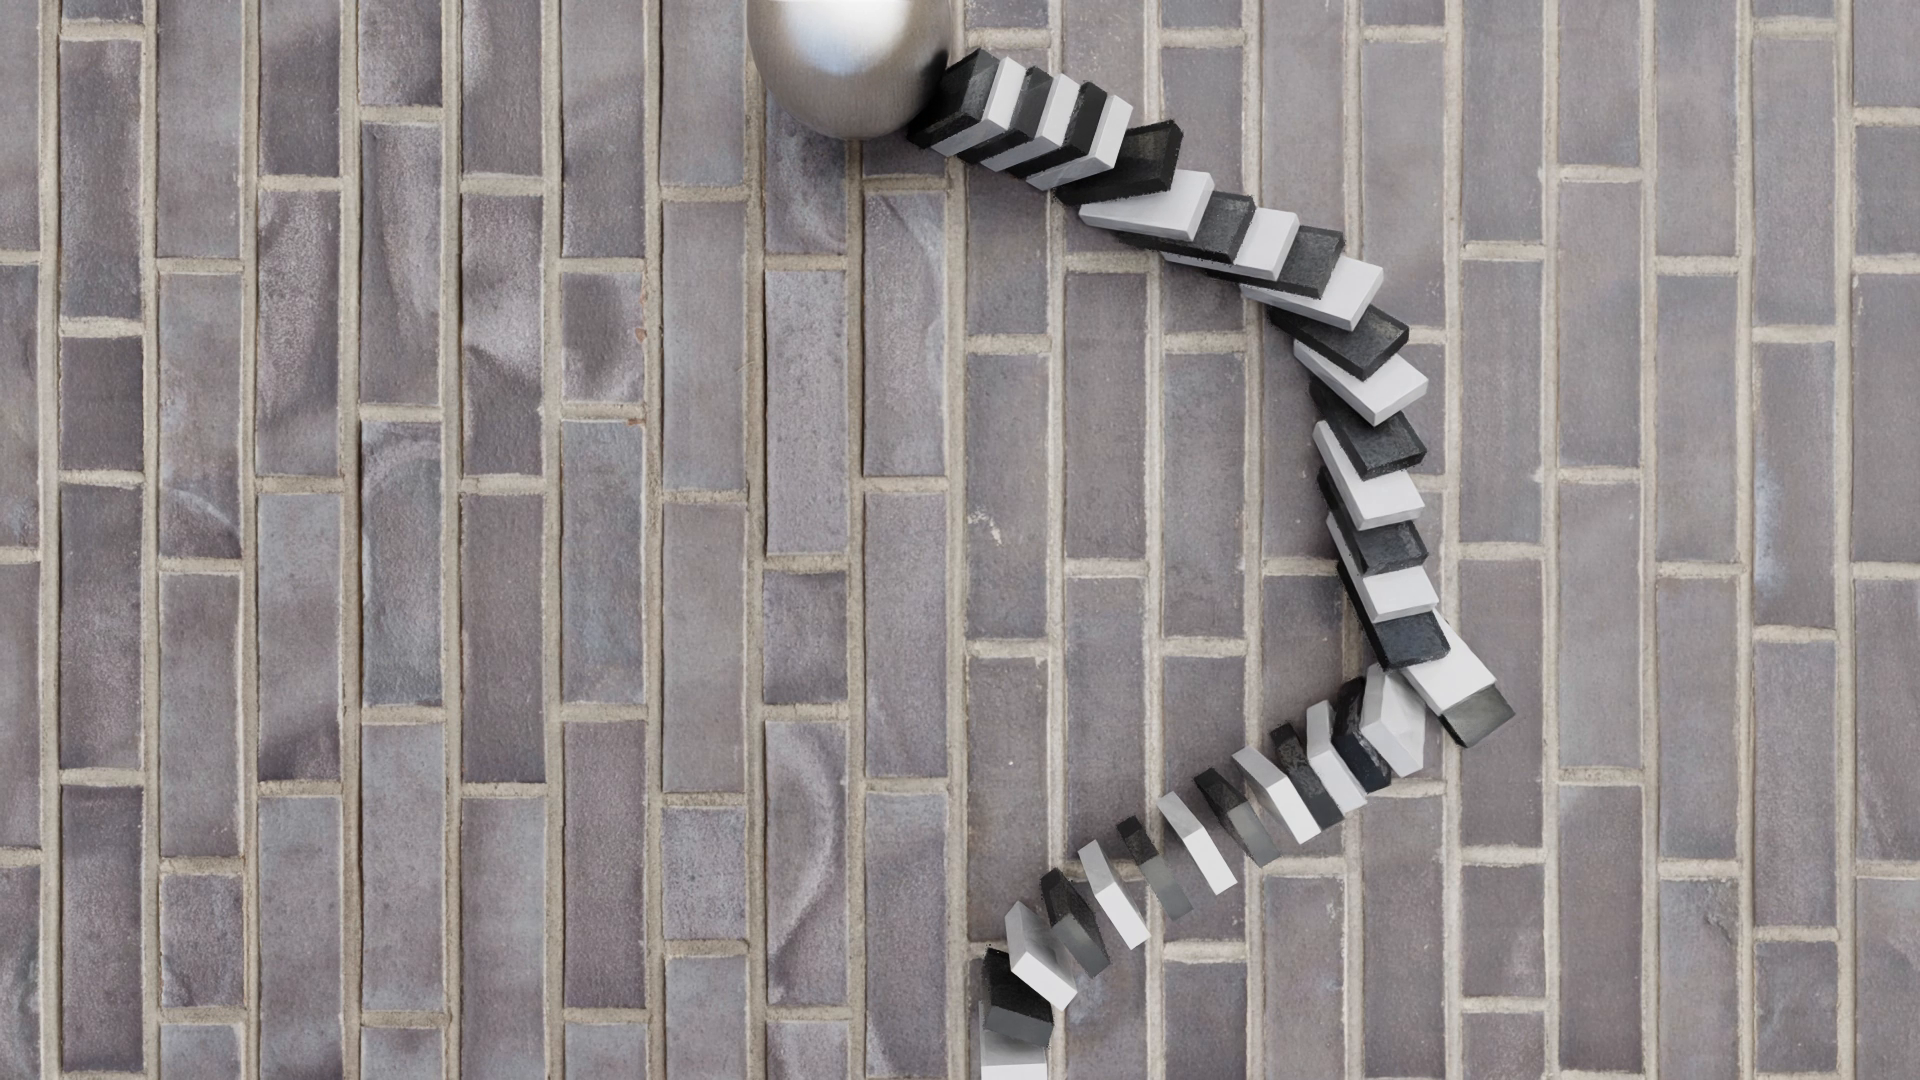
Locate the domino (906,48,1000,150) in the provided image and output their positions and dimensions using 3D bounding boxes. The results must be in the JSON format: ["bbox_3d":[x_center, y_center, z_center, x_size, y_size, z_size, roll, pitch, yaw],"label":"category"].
[{"bbox_3d":[-0.004,-0.180,0.376,0.010,0.050,0.025,18,90,-30],"label":"domino"}]

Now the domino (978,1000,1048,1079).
[{"bbox_3d":[0.021,0.205,0.375,0.025,0.050,0.010,-2,90,0],"label":"domino"}]

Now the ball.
[{"bbox_3d":[-0.043,-0.200,0.360,0.080,0.080,0.080,0,90,0],"label":"ball"}]

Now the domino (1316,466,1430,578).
[{"bbox_3d":[0.172,-0.011,0.383,0.025,0.009,0.050,-12,60,0],"label":"domino"}]

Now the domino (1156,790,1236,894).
[{"bbox_3d":[0.095,0.123,0.375,0.010,0.050,0.025,-31,90,0],"label":"domino"}]

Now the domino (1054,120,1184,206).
[{"bbox_3d":[0.065,-0.155,0.379,0.050,0.009,0.025,8,81,41],"label":"domino"}]

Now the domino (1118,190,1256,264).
[{"bbox_3d":[0.094,-0.133,0.383,0.050,0.009,0.025,23,90,31],"label":"domino"}]

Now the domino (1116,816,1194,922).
[{"bbox_3d":[0.079,0.133,0.375,0.009,0.050,0.025,-32,90,0],"label":"domino"}]

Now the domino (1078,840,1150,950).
[{"bbox_3d":[0.062,0.144,0.375,0.010,0.050,0.025,-34,90,0],"label":"domino"}]

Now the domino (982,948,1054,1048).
[{"bbox_3d":[0.023,0.186,0.375,0.025,0.050,0.009,17,90,0],"label":"domino"}]

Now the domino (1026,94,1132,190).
[{"bbox_3d":[0.048,-0.162,0.376,0.009,0.050,0.025,18,90,-30],"label":"domino"}]

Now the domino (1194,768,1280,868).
[{"bbox_3d":[0.112,0.112,0.375,0.009,0.050,0.025,-31,90,0],"label":"domino"}]

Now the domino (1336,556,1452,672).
[{"bbox_3d":[0.180,0.028,0.383,0.025,0.010,0.050,-13,60,1],"label":"domino"}]

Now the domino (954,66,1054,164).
[{"bbox_3d":[0.017,-0.173,0.376,0.009,0.050,0.025,18,90,-30],"label":"domino"}]

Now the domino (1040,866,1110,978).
[{"bbox_3d":[0.046,0.155,0.375,0.010,0.050,0.025,-38,90,0],"label":"domino"}]

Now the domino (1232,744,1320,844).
[{"bbox_3d":[0.128,0.103,0.375,0.010,0.050,0.025,-31,90,2],"label":"domino"}]

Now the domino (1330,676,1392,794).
[{"bbox_3d":[0.166,0.079,0.377,0.009,0.050,0.025,-36,90,33],"label":"domino"}]

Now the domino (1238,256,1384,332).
[{"bbox_3d":[0.146,-0.108,0.383,0.050,0.010,0.025,31,89,32],"label":"domino"}]

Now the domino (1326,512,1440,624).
[{"bbox_3d":[0.176,0.008,0.384,0.025,0.010,0.050,-12,60,0],"label":"domino"}]

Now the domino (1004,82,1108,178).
[{"bbox_3d":[0.038,-0.167,0.376,0.010,0.050,0.025,18,90,-30],"label":"domino"}]

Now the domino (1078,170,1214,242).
[{"bbox_3d":[0.077,-0.142,0.383,0.050,0.010,0.025,22,90,31],"label":"domino"}]

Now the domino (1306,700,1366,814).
[{"bbox_3d":[0.154,0.087,0.375,0.010,0.050,0.025,-34,90,24],"label":"domino"}]

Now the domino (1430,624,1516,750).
[{"bbox_3d":[0.212,0.062,0.395,0.025,0.010,0.050,-37,90,0],"label":"domino"}]

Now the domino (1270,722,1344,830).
[{"bbox_3d":[0.141,0.095,0.375,0.010,0.050,0.025,-34,90,14],"label":"domino"}]

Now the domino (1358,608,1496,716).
[{"bbox_3d":[0.194,0.045,0.383,0.025,0.009,0.050,-30,60,0],"label":"domino"}]

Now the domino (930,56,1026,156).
[{"bbox_3d":[0.007,-0.176,0.376,0.010,0.050,0.025,18,90,-30],"label":"domino"}]

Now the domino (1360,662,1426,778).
[{"bbox_3d":[0.179,0.072,0.377,0.025,0.050,0.009,49,126,0],"label":"domino"}]

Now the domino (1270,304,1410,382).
[{"bbox_3d":[0.157,-0.090,0.382,0.025,0.010,0.050,-43,57,0],"label":"domino"}]

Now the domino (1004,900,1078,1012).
[{"bbox_3d":[0.032,0.169,0.375,0.025,0.050,0.010,39,90,0],"label":"domino"}]

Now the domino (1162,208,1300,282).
[{"bbox_3d":[0.112,-0.126,0.383,0.050,0.010,0.025,23,90,32],"label":"domino"}]

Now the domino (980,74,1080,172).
[{"bbox_3d":[0.027,-0.170,0.376,0.010,0.050,0.025,18,90,-30],"label":"domino"}]

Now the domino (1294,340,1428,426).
[{"bbox_3d":[0.166,-0.072,0.382,0.025,0.009,0.050,-33,57,0],"label":"domino"}]

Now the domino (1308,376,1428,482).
[{"bbox_3d":[0.170,-0.051,0.384,0.025,0.009,0.050,-18,60,0],"label":"domino"}]

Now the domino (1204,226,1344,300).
[{"bbox_3d":[0.130,-0.119,0.383,0.050,0.010,0.025,23,88,31],"label":"domino"}]

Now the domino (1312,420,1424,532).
[{"bbox_3d":[0.170,-0.030,0.383,0.025,0.009,0.050,-12,60,0],"label":"domino"}]
